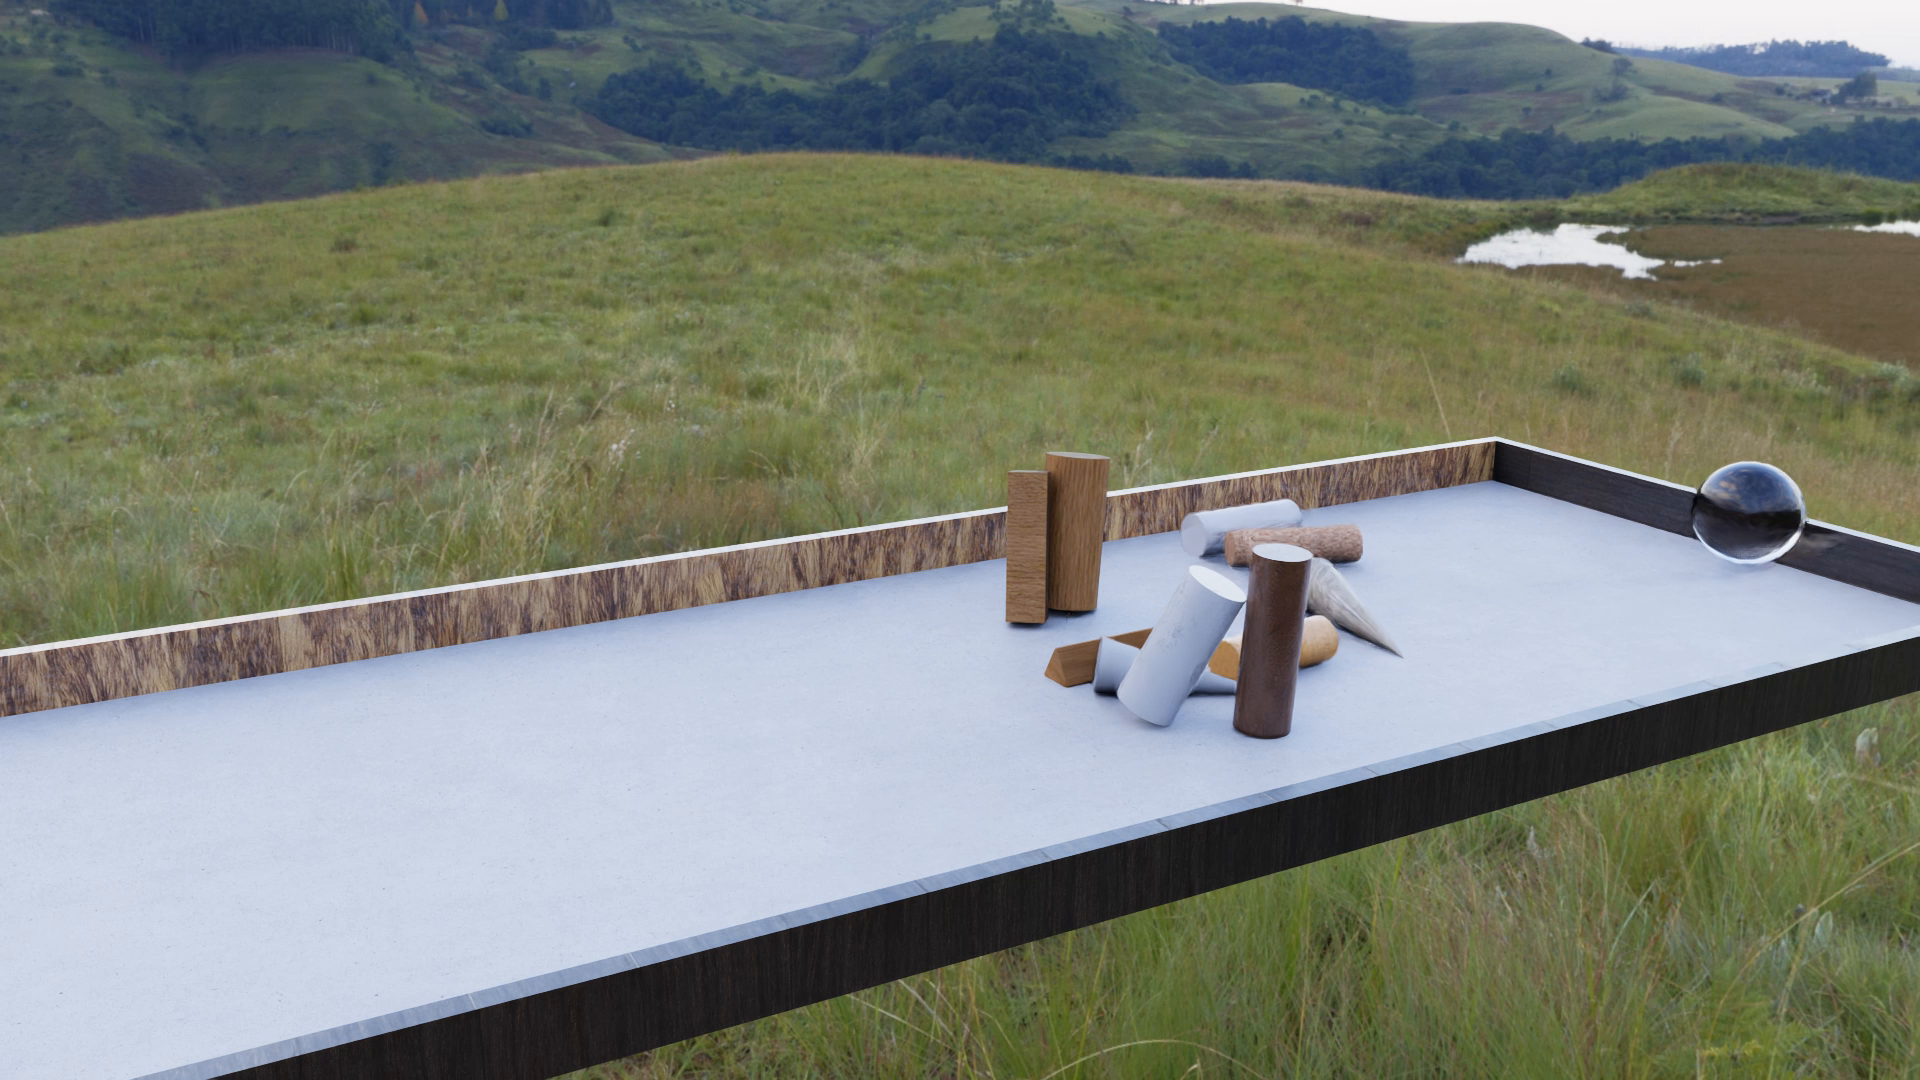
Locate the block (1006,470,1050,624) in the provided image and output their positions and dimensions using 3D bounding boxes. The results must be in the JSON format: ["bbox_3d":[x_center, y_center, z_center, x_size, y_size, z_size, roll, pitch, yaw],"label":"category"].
[{"bbox_3d":[0.188,0.017,4.544,0.108,0.410,0.108,1,5,8],"label":"block"}]

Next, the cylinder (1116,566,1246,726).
[{"bbox_3d":[0.514,0.246,3.840,0.150,0.352,0.150,24,20,-9],"label":"cylinder"}]

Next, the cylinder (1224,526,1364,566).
[{"bbox_3d":[1.031,0.019,5.097,0.406,0.110,0.110,-2,17,-8],"label":"cylinder"}]

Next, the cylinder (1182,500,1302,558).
[{"bbox_3d":[0.897,-0.038,5.244,0.374,0.136,0.136,-9,18,-27],"label":"cylinder"}]

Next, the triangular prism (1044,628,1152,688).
[{"bbox_3d":[0.432,0.280,4.239,0.447,0.087,0.101,-9,19,-29],"label":"triangular prism"}]

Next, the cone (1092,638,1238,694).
[{"bbox_3d":[0.563,0.344,4.061,0.452,0.137,0.137,10,17,2],"label":"cone"}]

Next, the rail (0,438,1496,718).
[{"bbox_3d":[-3.305,0.497,3.399,12.000,0.150,0.050,-9,18,-27],"label":"rail"}]

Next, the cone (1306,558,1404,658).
[{"bbox_3d":[1.079,0.215,4.489,0.154,0.154,0.455,-6,27,-20],"label":"cone"}]

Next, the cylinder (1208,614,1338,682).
[{"bbox_3d":[0.798,0.280,4.188,0.340,0.119,0.119,-11,20,-33],"label":"cylinder"}]

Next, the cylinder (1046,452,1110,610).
[{"bbox_3d":[0.315,-0.027,4.648,0.179,0.426,0.179,4,8,-1],"label":"cylinder"}]

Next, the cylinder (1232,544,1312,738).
[{"bbox_3d":[0.717,0.232,3.792,0.135,0.429,0.135,3,17,-1],"label":"cylinder"}]

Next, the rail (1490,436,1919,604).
[{"bbox_3d":[2.466,-0.048,5.253,0.050,0.150,2.100,-9,18,-27],"label":"rail"}]

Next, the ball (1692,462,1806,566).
[{"bbox_3d":[2.388,-0.082,4.997,0.315,0.315,0.315,0,16,0],"label":"ball"}]

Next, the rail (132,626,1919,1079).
[{"bbox_3d":[-2.336,1.006,1.665,12.000,0.150,0.050,-9,18,-27],"label":"rail"}]
